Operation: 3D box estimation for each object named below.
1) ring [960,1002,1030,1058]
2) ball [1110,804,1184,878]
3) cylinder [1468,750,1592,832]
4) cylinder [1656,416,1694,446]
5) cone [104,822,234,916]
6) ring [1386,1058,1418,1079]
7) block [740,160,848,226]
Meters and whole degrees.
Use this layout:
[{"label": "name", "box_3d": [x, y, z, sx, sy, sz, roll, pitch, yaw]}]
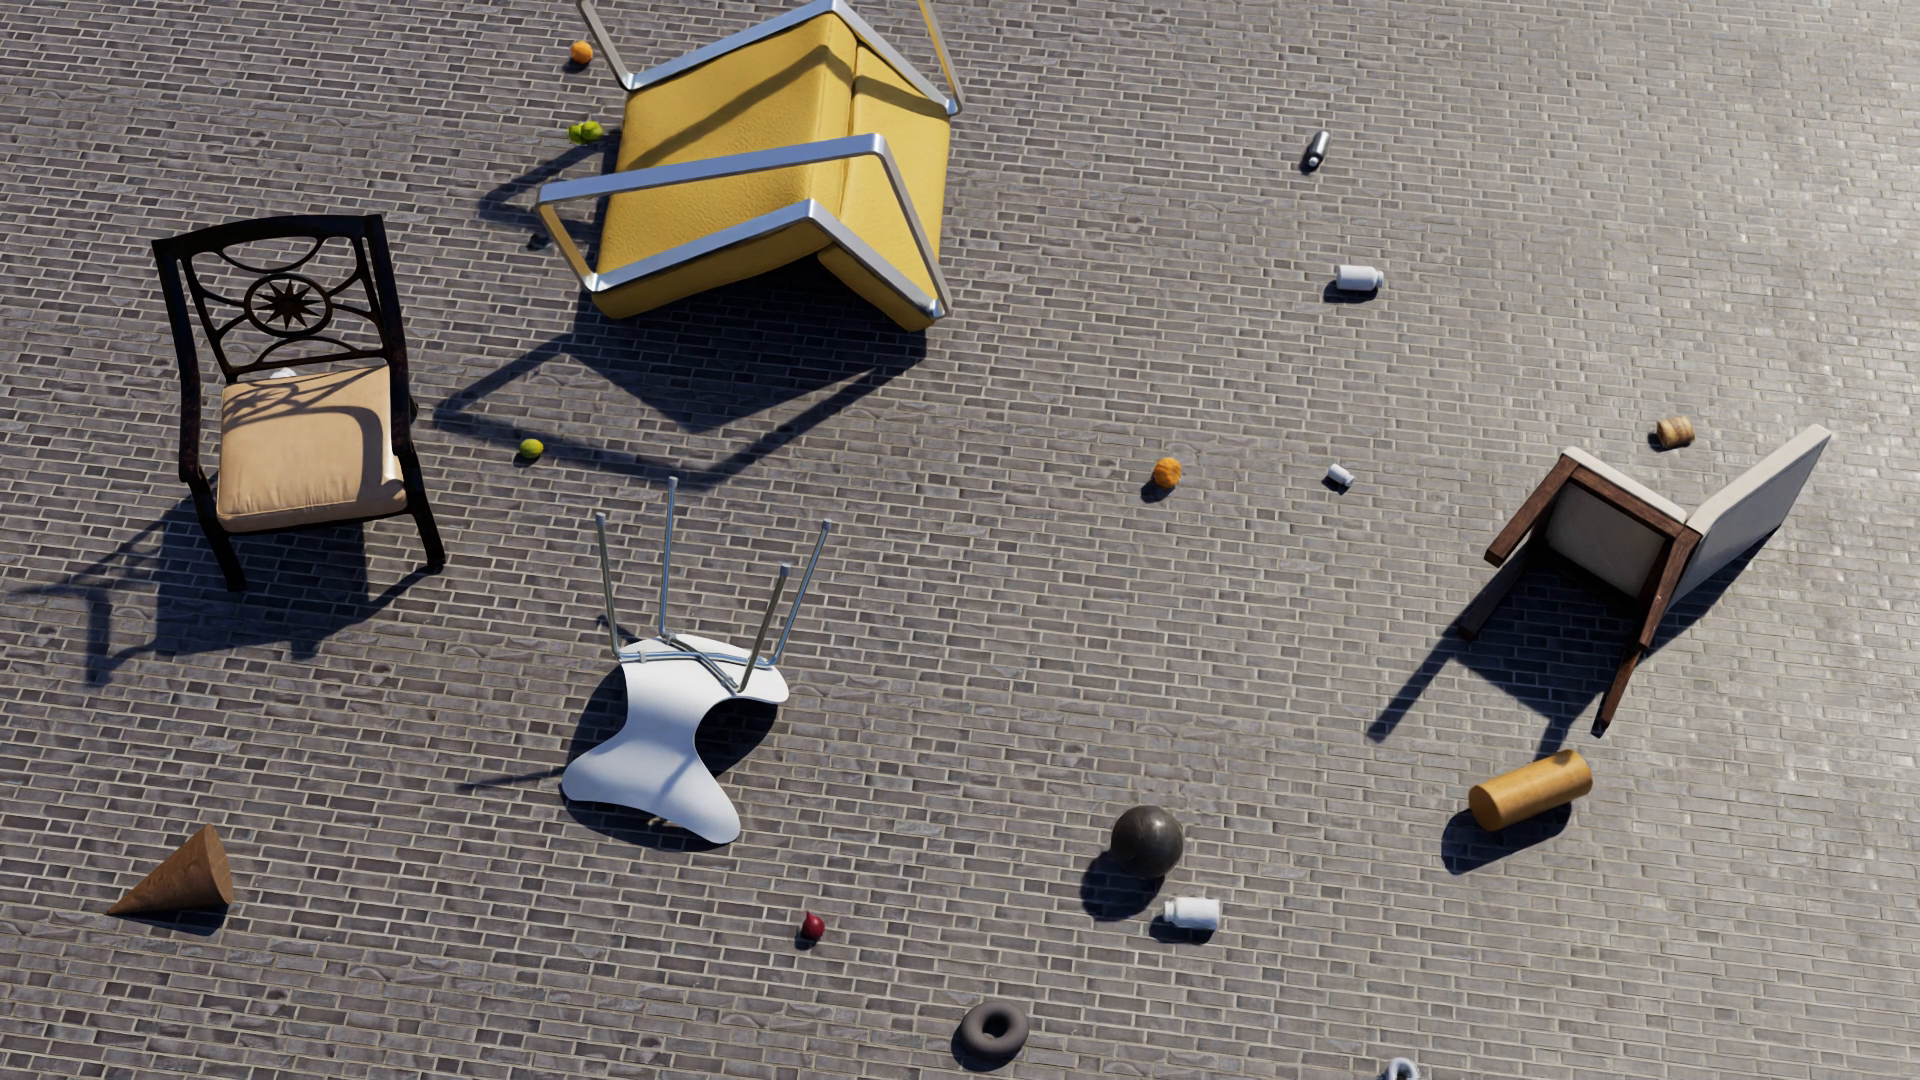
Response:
[{"label": "ring", "box_3d": [0.089, 1.267, 5.691, 0.184, 0.055, 0.155, -10, 56, -6]}, {"label": "ball", "box_3d": [0.504, 0.811, 5.911, 0.197, 0.197, 0.197, 0, 56, 0]}, {"label": "cylinder", "box_3d": [1.559, 0.686, 6.012, 0.290, 0.173, 0.133, -19, 79, -12]}, {"label": "cylinder", "box_3d": [2.202, -0.335, 6.769, 0.095, 0.044, 0.081, -12, 76, -8]}, {"label": "cone", "box_3d": [-2.146, 0.938, 5.905, 0.337, 0.132, 0.260, -24, 54, -2]}, {"label": "ring", "box_3d": [1.129, 1.373, 5.617, 0.083, 0.057, 0.101, -10, 56, 1]}, {"label": "block", "box_3d": [-0.548, -1.150, 7.270, 0.340, 0.126, 0.152, -4, 56, -2]}]
